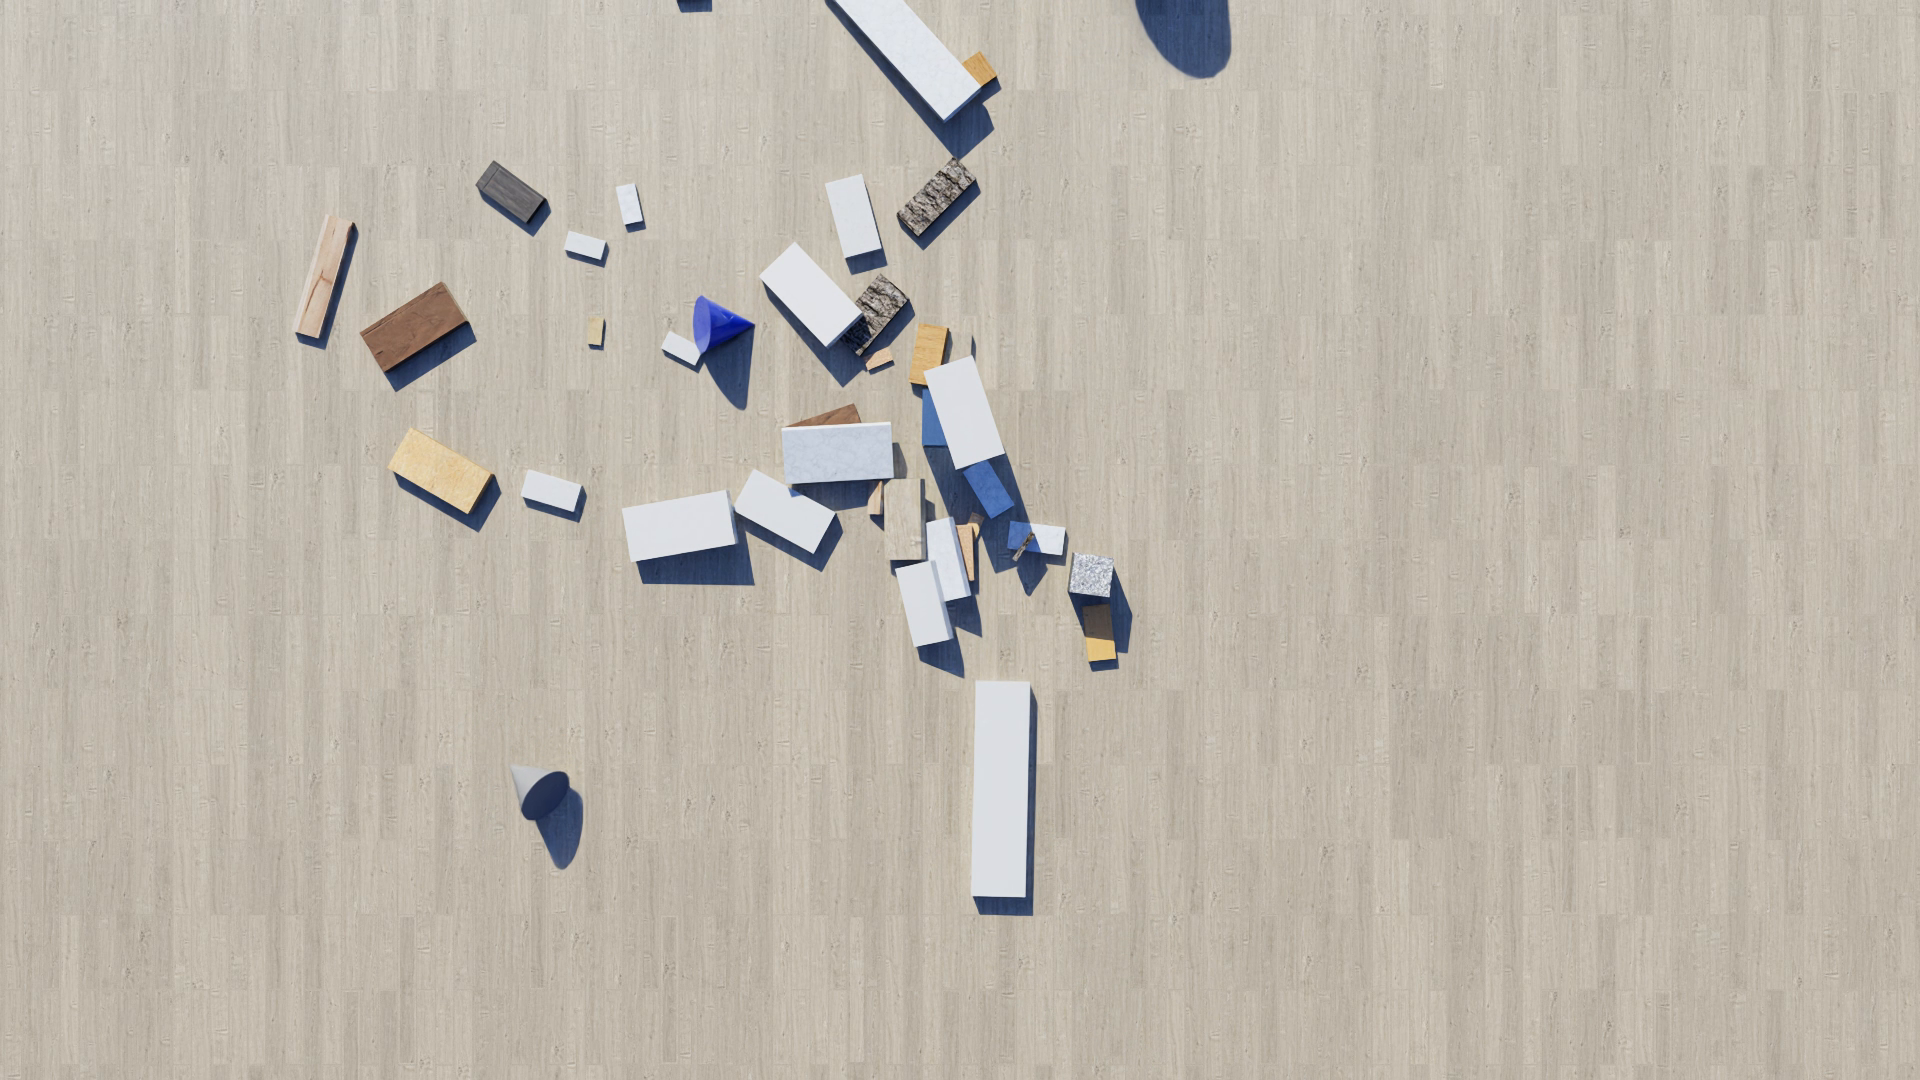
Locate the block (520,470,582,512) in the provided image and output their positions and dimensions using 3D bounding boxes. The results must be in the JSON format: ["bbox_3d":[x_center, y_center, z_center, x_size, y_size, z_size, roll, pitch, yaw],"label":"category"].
[{"bbox_3d":[-1.358,-0.164,5.487,0.184,0.026,0.092,17,90,0],"label":"block"}]

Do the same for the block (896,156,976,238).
[{"bbox_3d":[-0.079,-1.141,5.485,0.273,0.030,0.105,-45,90,0],"label":"block"}]

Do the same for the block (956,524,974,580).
[{"bbox_3d":[-0.002,0.043,5.478,0.091,0.026,0.183,-2,93,5],"label":"block"}]

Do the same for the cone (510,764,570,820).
[{"bbox_3d":[-1.431,0.792,5.457,0.193,0.193,0.193,33,90,27],"label":"cone"}]

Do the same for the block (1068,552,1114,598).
[{"bbox_3d":[0.430,0.113,5.435,0.129,0.129,0.129,8,90,0],"label":"block"}]

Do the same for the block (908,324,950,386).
[{"bbox_3d":[-0.103,-0.612,5.469,0.099,0.028,0.199,11,92,17],"label":"block"}]

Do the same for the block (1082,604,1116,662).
[{"bbox_3d":[0.462,0.307,5.487,0.091,0.026,0.183,-6,90,0],"label":"block"}]

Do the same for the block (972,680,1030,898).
[{"bbox_3d":[0.134,0.824,5.475,0.179,0.051,0.708,1,90,0],"label":"block"}]

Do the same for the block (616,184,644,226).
[{"bbox_3d":[-1.100,-1.117,5.491,0.063,0.018,0.127,-12,90,0],"label":"block"}]

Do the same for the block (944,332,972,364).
[{"bbox_3d":[-0.016,-0.592,5.486,0.099,0.028,0.199,3,90,0],"label":"block"}]

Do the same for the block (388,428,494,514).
[{"bbox_3d":[-1.724,-0.230,5.478,0.307,0.043,0.153,30,90,0],"label":"block"}]

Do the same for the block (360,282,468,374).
[{"bbox_3d":[-1.812,-0.706,5.478,0.320,0.043,0.153,-32,90,0],"label":"block"}]

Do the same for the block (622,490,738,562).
[{"bbox_3d":[-0.924,-0.046,5.453,0.357,0.051,0.179,-10,90,7],"label":"block"}]

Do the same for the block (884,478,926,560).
[{"bbox_3d":[-0.182,-0.068,5.456,0.133,0.038,0.265,-1,90,24],"label":"block"}]

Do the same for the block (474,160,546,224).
[{"bbox_3d":[-1.494,-1.157,5.485,0.211,0.030,0.105,36,90,0],"label":"block"}]

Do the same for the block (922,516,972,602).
[{"bbox_3d":[-0.059,0.068,5.453,0.133,0.038,0.266,-13,90,26],"label":"block"}]

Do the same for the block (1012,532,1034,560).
[{"bbox_3d":[0.211,0.021,5.447,0.016,0.055,0.110,35,90,0],"label":"block"}]

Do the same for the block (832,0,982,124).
[{"bbox_3d":[-0.201,-1.670,5.459,0.165,0.047,0.633,-42,87,0],"label":"block"}]

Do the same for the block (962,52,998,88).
[{"bbox_3d":[0.014,-1.526,5.486,0.199,0.028,0.099,-35,90,0],"label":"block"}]

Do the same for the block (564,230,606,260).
[{"bbox_3d":[-1.247,-0.980,5.491,0.127,0.018,0.063,16,90,0],"label":"block"}]

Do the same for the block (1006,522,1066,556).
[{"bbox_3d":[0.253,-0.006,5.487,0.184,0.026,0.092,7,90,0],"label":"block"}]

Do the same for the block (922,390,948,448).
[{"bbox_3d":[-0.032,-0.394,5.410,0.180,0.180,0.180,1,90,0],"label":"block"}]

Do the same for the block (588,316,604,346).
[{"bbox_3d":[-1.213,-0.696,5.494,0.045,0.013,0.090,6,90,0],"label":"block"}]

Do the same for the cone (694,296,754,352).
[{"bbox_3d":[-0.765,-0.714,5.458,0.187,0.187,0.187,-3,90,-27],"label":"cone"}]

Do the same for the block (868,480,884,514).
[{"bbox_3d":[-0.279,-0.141,5.476,0.055,0.016,0.110,3,90,41],"label":"block"}]

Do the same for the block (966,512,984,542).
[{"bbox_3d":[0.045,-0.043,5.494,0.045,0.013,0.090,22,90,0],"label":"block"}]

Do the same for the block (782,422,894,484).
[{"bbox_3d":[-0.402,-0.287,5.442,0.357,0.051,0.179,-3,104,-4],"label":"block"}]

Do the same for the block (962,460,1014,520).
[{"bbox_3d":[0.095,-0.171,5.487,0.091,0.026,0.183,-31,90,0],"label":"block"}]

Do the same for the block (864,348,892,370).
[{"bbox_3d":[-0.273,-0.604,5.494,0.090,0.013,0.045,-23,90,0],"label":"block"}]

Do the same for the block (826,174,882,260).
[{"bbox_3d":[-0.354,-1.074,5.482,0.127,0.036,0.254,-15,90,0],"label":"block"}]

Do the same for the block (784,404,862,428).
[{"bbox_3d":[-0.451,-0.353,5.482,0.254,0.036,0.127,-19,90,0],"label":"block"}]

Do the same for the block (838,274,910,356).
[{"bbox_3d":[-0.299,-0.748,5.482,0.127,0.036,0.254,41,90,0],"label":"block"}]

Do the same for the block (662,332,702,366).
[{"bbox_3d":[-0.923,-0.637,5.491,0.127,0.018,0.063,27,90,0],"label":"block"}]

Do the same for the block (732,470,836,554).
[{"bbox_3d":[-0.583,-0.096,5.478,0.307,0.043,0.153,28,90,0],"label":"block"}]

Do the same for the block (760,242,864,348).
[{"bbox_3d":[-0.491,-0.809,5.456,0.165,0.047,0.329,-44,83,1],"label":"block"}]

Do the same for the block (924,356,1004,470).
[{"bbox_3d":[0.013,-0.408,5.297,0.165,0.047,0.329,-18,90,0],"label":"block"}]

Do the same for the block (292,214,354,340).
[{"bbox_3d":[-2.118,-0.876,5.487,0.092,0.026,0.402,16,90,0],"label":"block"}]

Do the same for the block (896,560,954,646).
[{"bbox_3d":[-0.117,0.210,5.454,0.133,0.038,0.265,-13,90,26],"label":"block"}]
